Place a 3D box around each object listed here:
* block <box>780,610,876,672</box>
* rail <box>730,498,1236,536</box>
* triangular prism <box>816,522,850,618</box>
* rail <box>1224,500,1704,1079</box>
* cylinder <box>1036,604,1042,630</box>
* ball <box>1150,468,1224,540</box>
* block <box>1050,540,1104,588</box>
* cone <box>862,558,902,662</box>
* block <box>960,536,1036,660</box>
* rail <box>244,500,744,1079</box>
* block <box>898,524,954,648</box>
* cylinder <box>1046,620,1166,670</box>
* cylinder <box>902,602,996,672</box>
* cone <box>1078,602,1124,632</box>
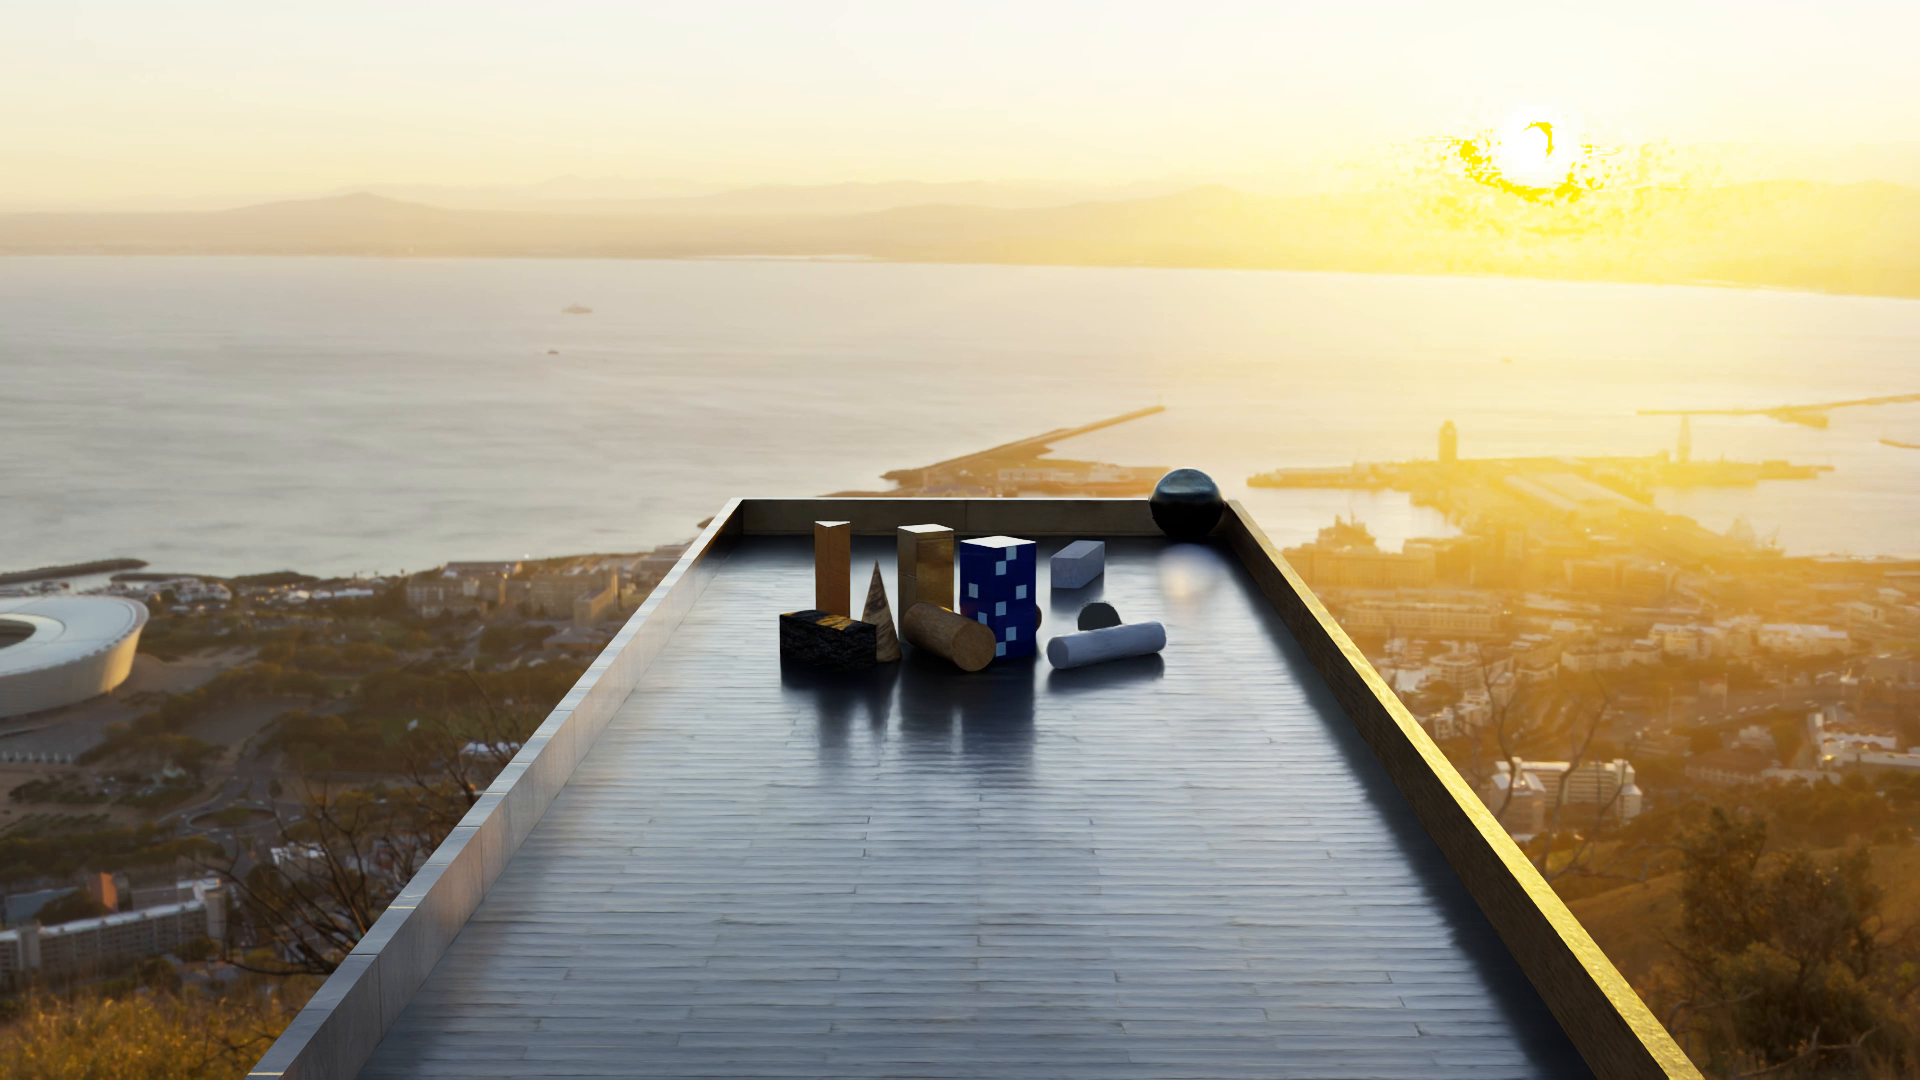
[{"bbox_3d":[-0.404,0.304,6.687,0.127,0.127,0.325,-7,12,-39],"label":"block"},{"bbox_3d":[0.099,-0.098,9.147,2.100,0.150,0.050,0,9,1],"label":"rail"},{"bbox_3d":[-0.418,0.135,6.939,0.095,0.382,0.110,6,11,34],"label":"triangular prism"},{"bbox_3d":[1.046,0.843,3.208,0.050,0.150,12.000,0,9,1],"label":"rail"},{"bbox_3d":[0.131,0.229,7.196,0.115,0.115,0.349,-5,10,-28],"label":"cylinder"},{"bbox_3d":[0.924,-0.148,8.952,0.298,0.298,0.298,0,9,0],"label":"ball"},{"bbox_3d":[0.435,0.088,8.104,0.109,0.109,0.405,3,9,16],"label":"block"},{"bbox_3d":[-0.253,0.207,6.714,0.155,0.310,0.155,0,9,0],"label":"cone"},{"bbox_3d":[0.117,0.177,6.778,0.167,0.348,0.167,-8,12,-40],"label":"block"},{"bbox_3d":[-1.004,0.839,3.234,0.050,0.150,12.000,0,9,1],"label":"rail"},{"bbox_3d":[-0.108,0.144,6.933,0.132,0.366,0.132,-5,10,-27],"label":"block"},{"bbox_3d":[0.448,0.317,6.692,0.403,0.100,0.100,-7,12,-38],"label":"cylinder"},{"bbox_3d":[-0.035,0.291,6.701,0.148,0.148,0.369,-4,10,-24],"label":"cylinder"},{"bbox_3d":[0.489,0.271,7.082,0.137,0.137,0.340,3,-2,18],"label":"cone"}]
